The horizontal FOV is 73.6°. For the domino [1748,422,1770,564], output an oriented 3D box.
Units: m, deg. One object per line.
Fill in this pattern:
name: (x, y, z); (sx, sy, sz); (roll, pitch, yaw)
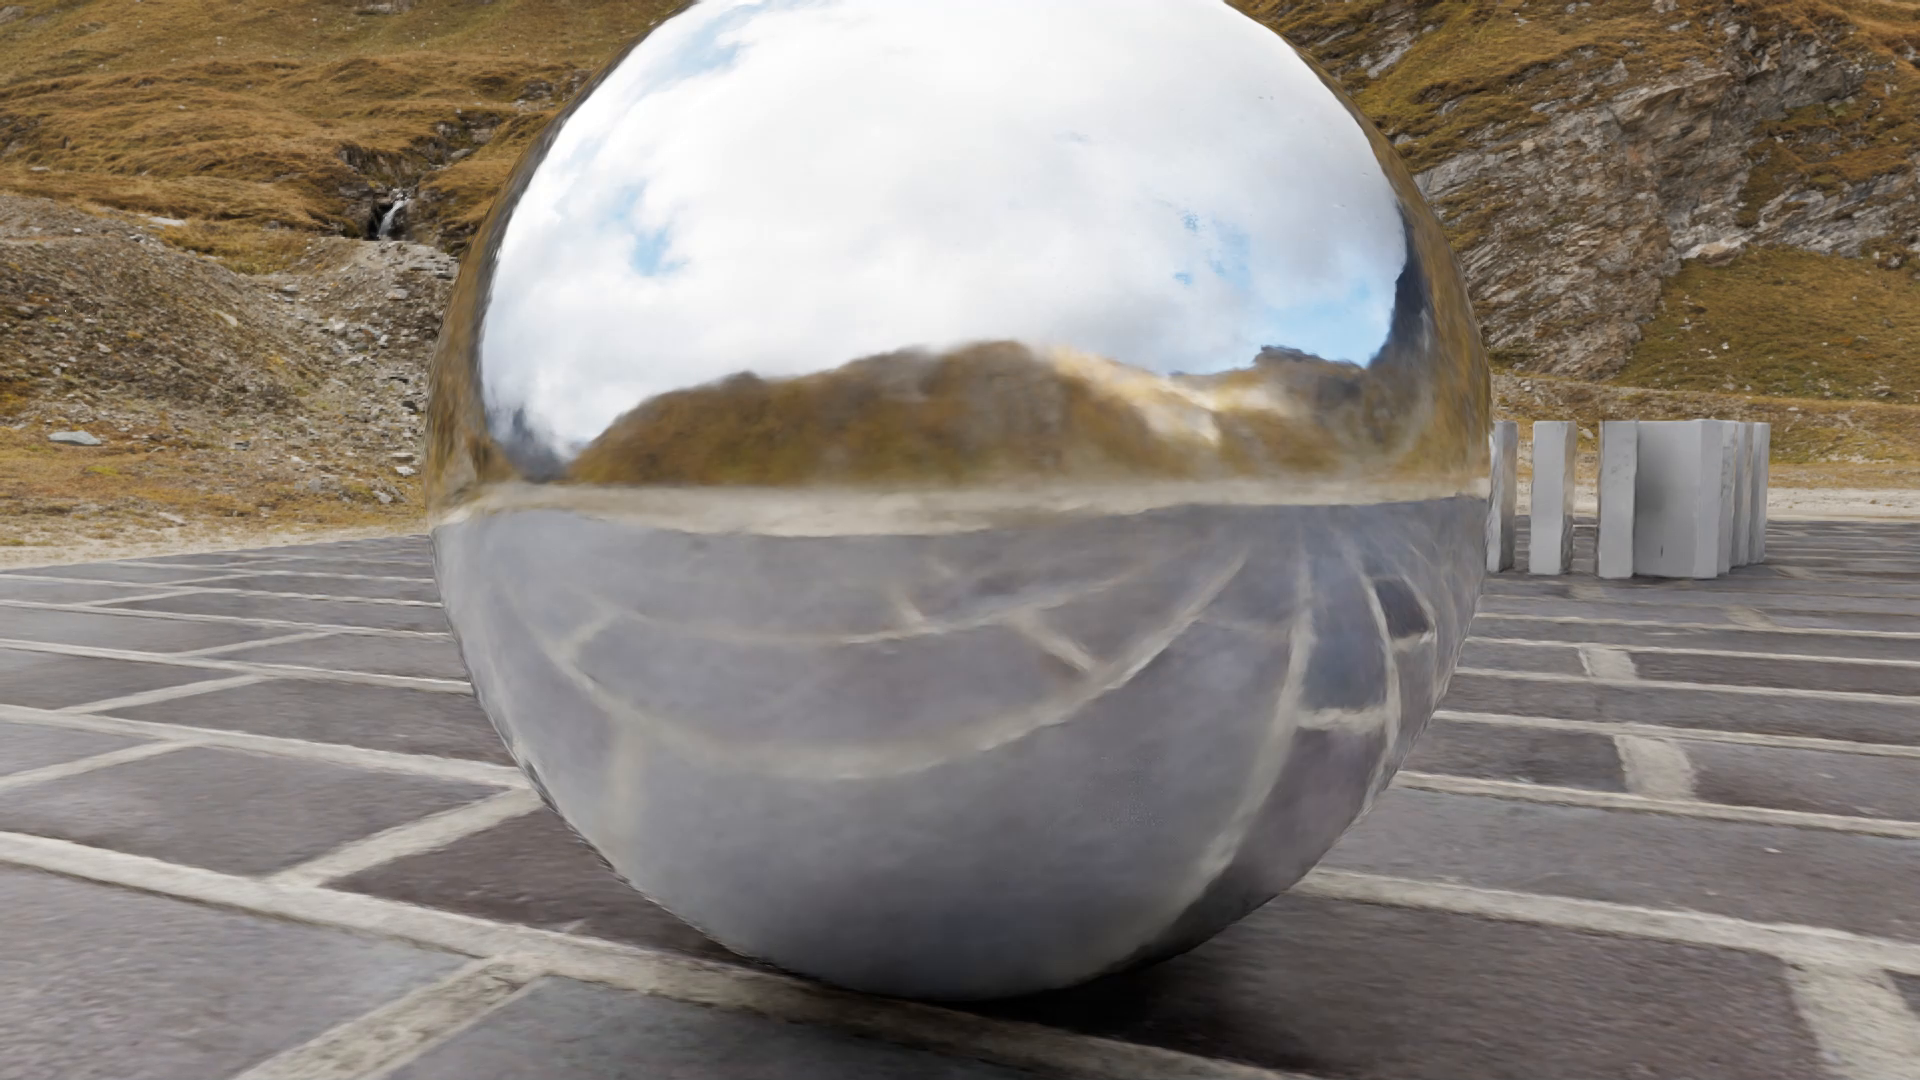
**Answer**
domino: (0.278, -0.017, 0.467); (0.009, 0.050, 0.025); (-4, 6, -42)

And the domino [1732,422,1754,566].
domino: (0.265, -0.017, 0.455); (0.010, 0.050, 0.025); (-4, 6, -43)

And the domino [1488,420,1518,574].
domino: (0.181, -0.015, 0.434); (0.009, 0.050, 0.025); (3, 5, 33)

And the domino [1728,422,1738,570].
domino: (0.252, -0.016, 0.442); (0.025, 0.050, 0.009); (4, 6, 40)

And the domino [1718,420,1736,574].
domino: (0.242, -0.014, 0.426); (0.025, 0.050, 0.009); (2, 5, 30)

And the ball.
ball: (0.000, -0.005, 0.103); (0.080, 0.080, 0.080); (0, 4, 0)

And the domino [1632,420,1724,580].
domino: (0.230, -0.013, 0.413); (0.009, 0.050, 0.025); (-2, 5, -24)

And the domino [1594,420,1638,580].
domino: (0.212, -0.014, 0.415); (0.009, 0.050, 0.025); (2, 5, 24)

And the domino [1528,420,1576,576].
domino: (0.196, -0.014, 0.424); (0.009, 0.050, 0.025); (3, 5, 33)
